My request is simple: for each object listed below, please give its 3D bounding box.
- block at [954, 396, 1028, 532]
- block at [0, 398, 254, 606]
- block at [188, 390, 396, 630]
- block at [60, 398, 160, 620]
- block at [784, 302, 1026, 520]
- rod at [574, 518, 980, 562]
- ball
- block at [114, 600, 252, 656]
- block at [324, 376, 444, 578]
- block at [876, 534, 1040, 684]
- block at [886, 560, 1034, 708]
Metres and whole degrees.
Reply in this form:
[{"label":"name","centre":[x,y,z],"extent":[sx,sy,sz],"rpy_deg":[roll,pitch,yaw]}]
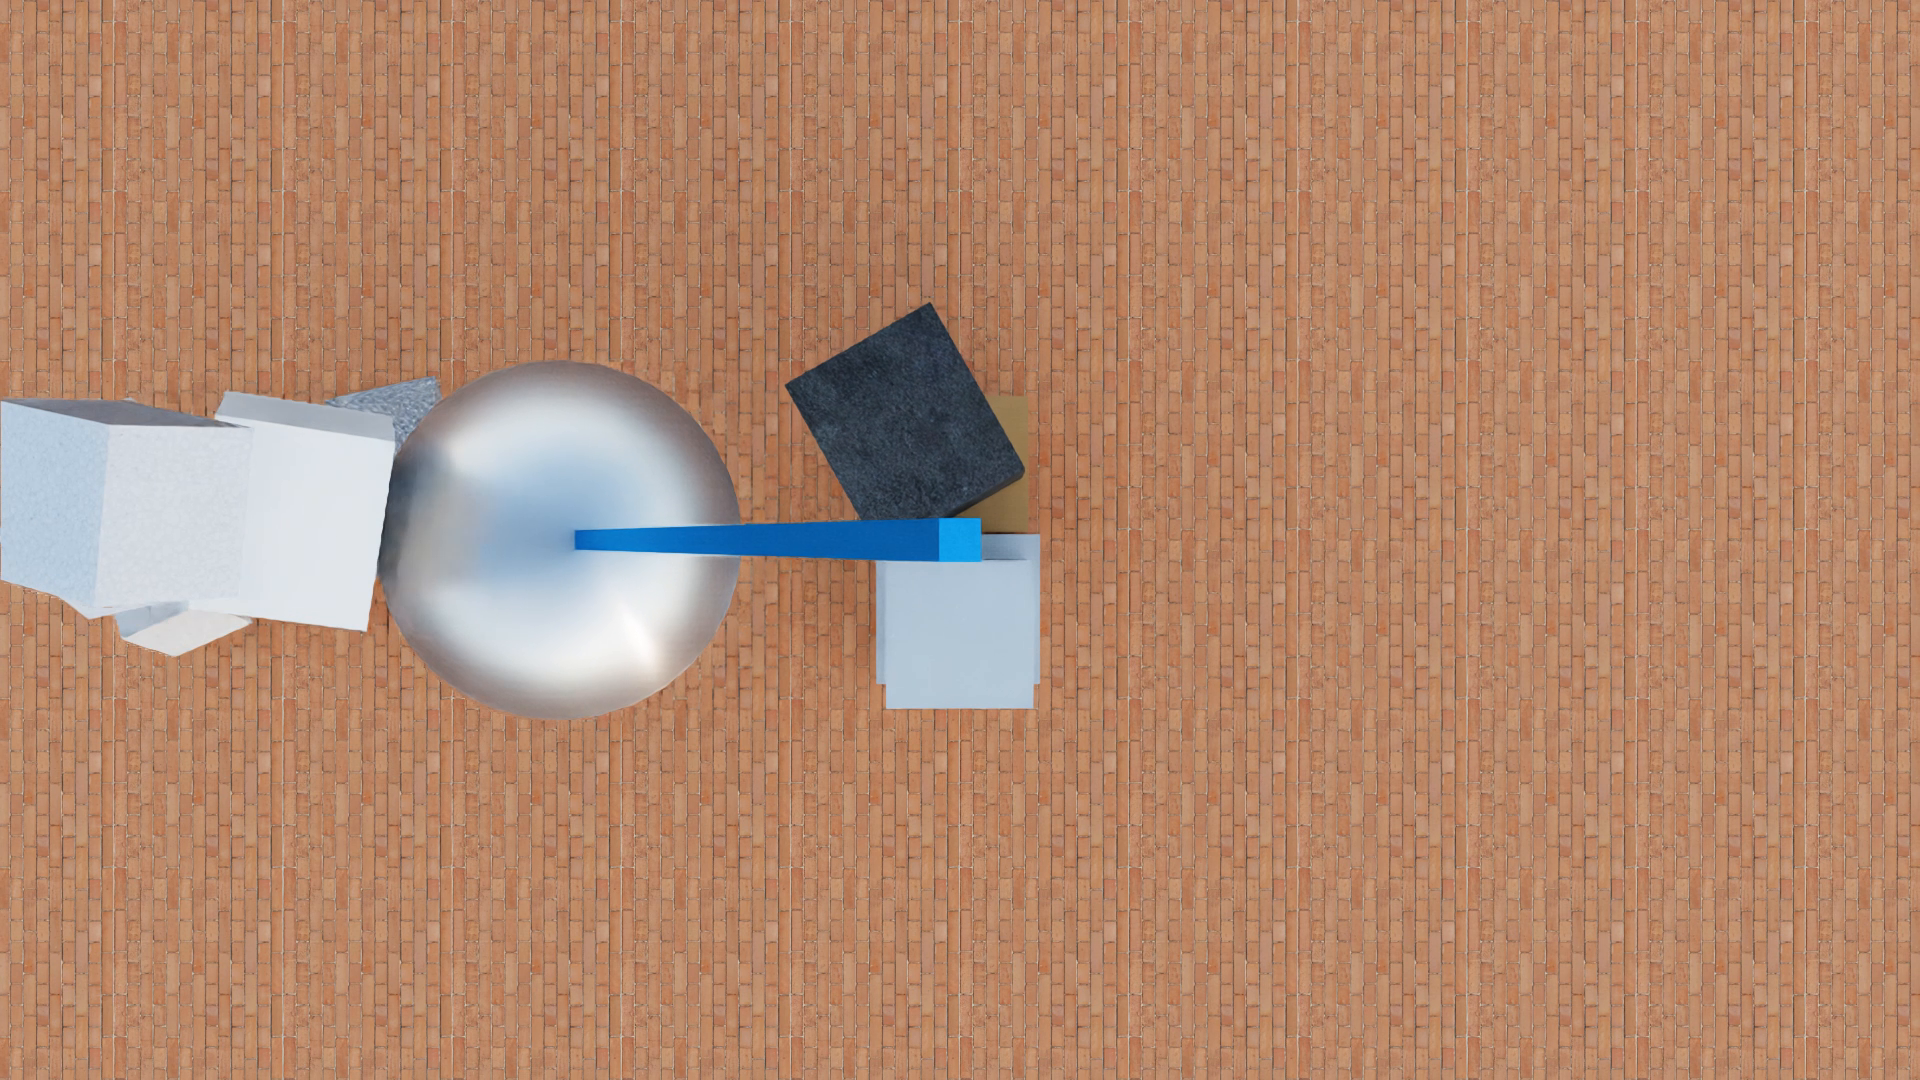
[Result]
[{"label":"block","centre":[-0.020,-0.425,12.630],"extent":[0.805,0.739,0.758],"rpy_deg":[0,90,0]},{"label":"block","centre":[-3.186,-0.156,8.259],"extent":[0.734,0.644,0.651],"rpy_deg":[11,97,31]},{"label":"block","centre":[-2.713,-0.132,8.972],"extent":[0.678,0.784,0.770],"rpy_deg":[8,98,-17]},{"label":"block","centre":[-4.568,-0.161,11.803],"extent":[0.760,0.713,0.794],"rpy_deg":[49,46,-35]},{"label":"block","centre":[-0.275,-0.570,11.735],"extent":[0.859,1.038,0.980],"rpy_deg":[-30,89,0]},{"label":"rod","centre":[-0.767,0.000,6.501],"extent":[0.080,5.200,0.080],"rpy_deg":[0,90,-17]},{"label":"ball","centre":[-1.769,0.000,9.750],"extent":[1.600,1.600,1.600],"rpy_deg":[0,90,0]},{"label":"block","centre":[-4.505,0.250,12.620],"extent":[0.509,0.572,0.602],"rpy_deg":[-23,74,5]},{"label":"block","centre":[-3.182,-0.356,12.436],"extent":[0.637,0.805,0.765],"rpy_deg":[-13,121,-4]},{"label":"block","centre":[-0.011,0.385,12.624],"extent":[0.913,0.753,0.832],"rpy_deg":[0,90,0]},{"label":"block","centre":[-0.002,0.495,11.847],"extent":[0.766,0.801,0.764],"rpy_deg":[0,90,0]}]
